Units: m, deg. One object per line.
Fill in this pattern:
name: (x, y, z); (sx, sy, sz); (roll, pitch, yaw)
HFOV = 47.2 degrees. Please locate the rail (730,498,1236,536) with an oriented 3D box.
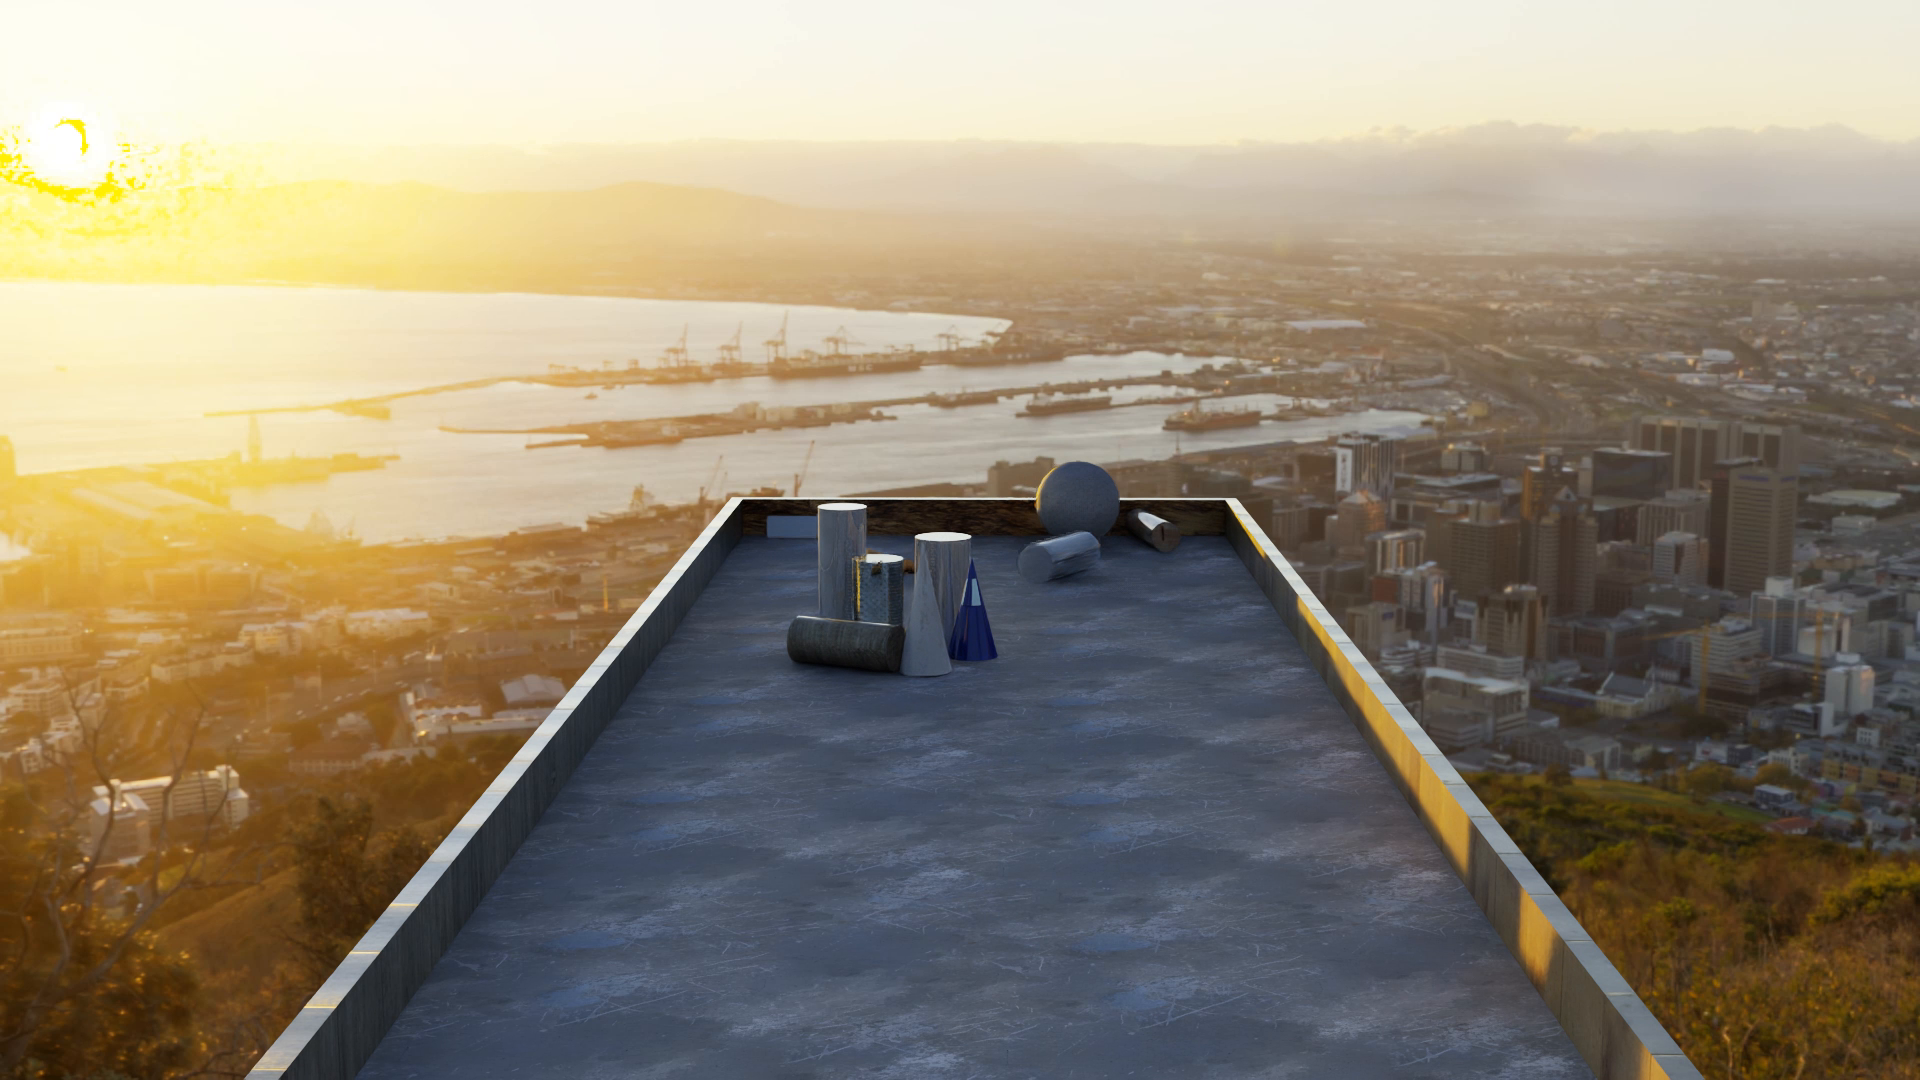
rail: (0.099, -0.098, 9.147); (2.100, 0.150, 0.050); (0, 9, 1)

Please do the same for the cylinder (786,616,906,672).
cylinder: (-0.339, 0.311, 6.598); (0.337, 0.140, 0.140); (4, 10, 25)

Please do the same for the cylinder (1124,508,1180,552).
cylinder: (0.778, -0.043, 8.906); (0.118, 0.118, 0.410); (-2, 9, -11)

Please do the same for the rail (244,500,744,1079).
rail: (-1.004, 0.839, 3.234); (0.050, 0.150, 12.000); (0, 9, 1)

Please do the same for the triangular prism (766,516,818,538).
triangular prism: (-0.621, -0.058, 9.086); (0.346, 0.085, 0.098); (0, 9, 1)

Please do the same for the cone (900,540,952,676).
cone: (-0.106, 0.194, 6.509); (0.156, 0.395, 0.156); (-1, 8, 0)

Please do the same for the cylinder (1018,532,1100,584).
cylinder: (0.372, 0.063, 8.154); (0.144, 0.144, 0.372); (5, 10, 31)

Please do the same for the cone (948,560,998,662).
cone: (0.037, 0.204, 6.739); (0.158, 0.308, 0.158); (0, 9, 0)

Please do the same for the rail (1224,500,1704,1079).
rail: (1.046, 0.843, 3.208); (0.050, 0.150, 12.000); (0, 9, 1)

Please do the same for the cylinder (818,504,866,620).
cylinder: (-0.368, 0.112, 6.908); (0.153, 0.437, 0.153); (0, 9, 0)

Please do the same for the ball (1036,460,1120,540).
ball: (0.475, -0.152, 8.889); (0.337, 0.337, 0.337); (0, 9, 0)

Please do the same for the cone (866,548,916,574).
cone: (-0.225, 0.096, 8.233); (0.411, 0.110, 0.110); (9, 10, 7)

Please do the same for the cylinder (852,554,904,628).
cylinder: (-0.249, 0.209, 6.704); (0.155, 0.309, 0.155); (0, 9, 0)

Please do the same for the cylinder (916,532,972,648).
cylinder: (-0.053, 0.156, 6.948); (0.176, 0.337, 0.176); (0, 9, 0)
